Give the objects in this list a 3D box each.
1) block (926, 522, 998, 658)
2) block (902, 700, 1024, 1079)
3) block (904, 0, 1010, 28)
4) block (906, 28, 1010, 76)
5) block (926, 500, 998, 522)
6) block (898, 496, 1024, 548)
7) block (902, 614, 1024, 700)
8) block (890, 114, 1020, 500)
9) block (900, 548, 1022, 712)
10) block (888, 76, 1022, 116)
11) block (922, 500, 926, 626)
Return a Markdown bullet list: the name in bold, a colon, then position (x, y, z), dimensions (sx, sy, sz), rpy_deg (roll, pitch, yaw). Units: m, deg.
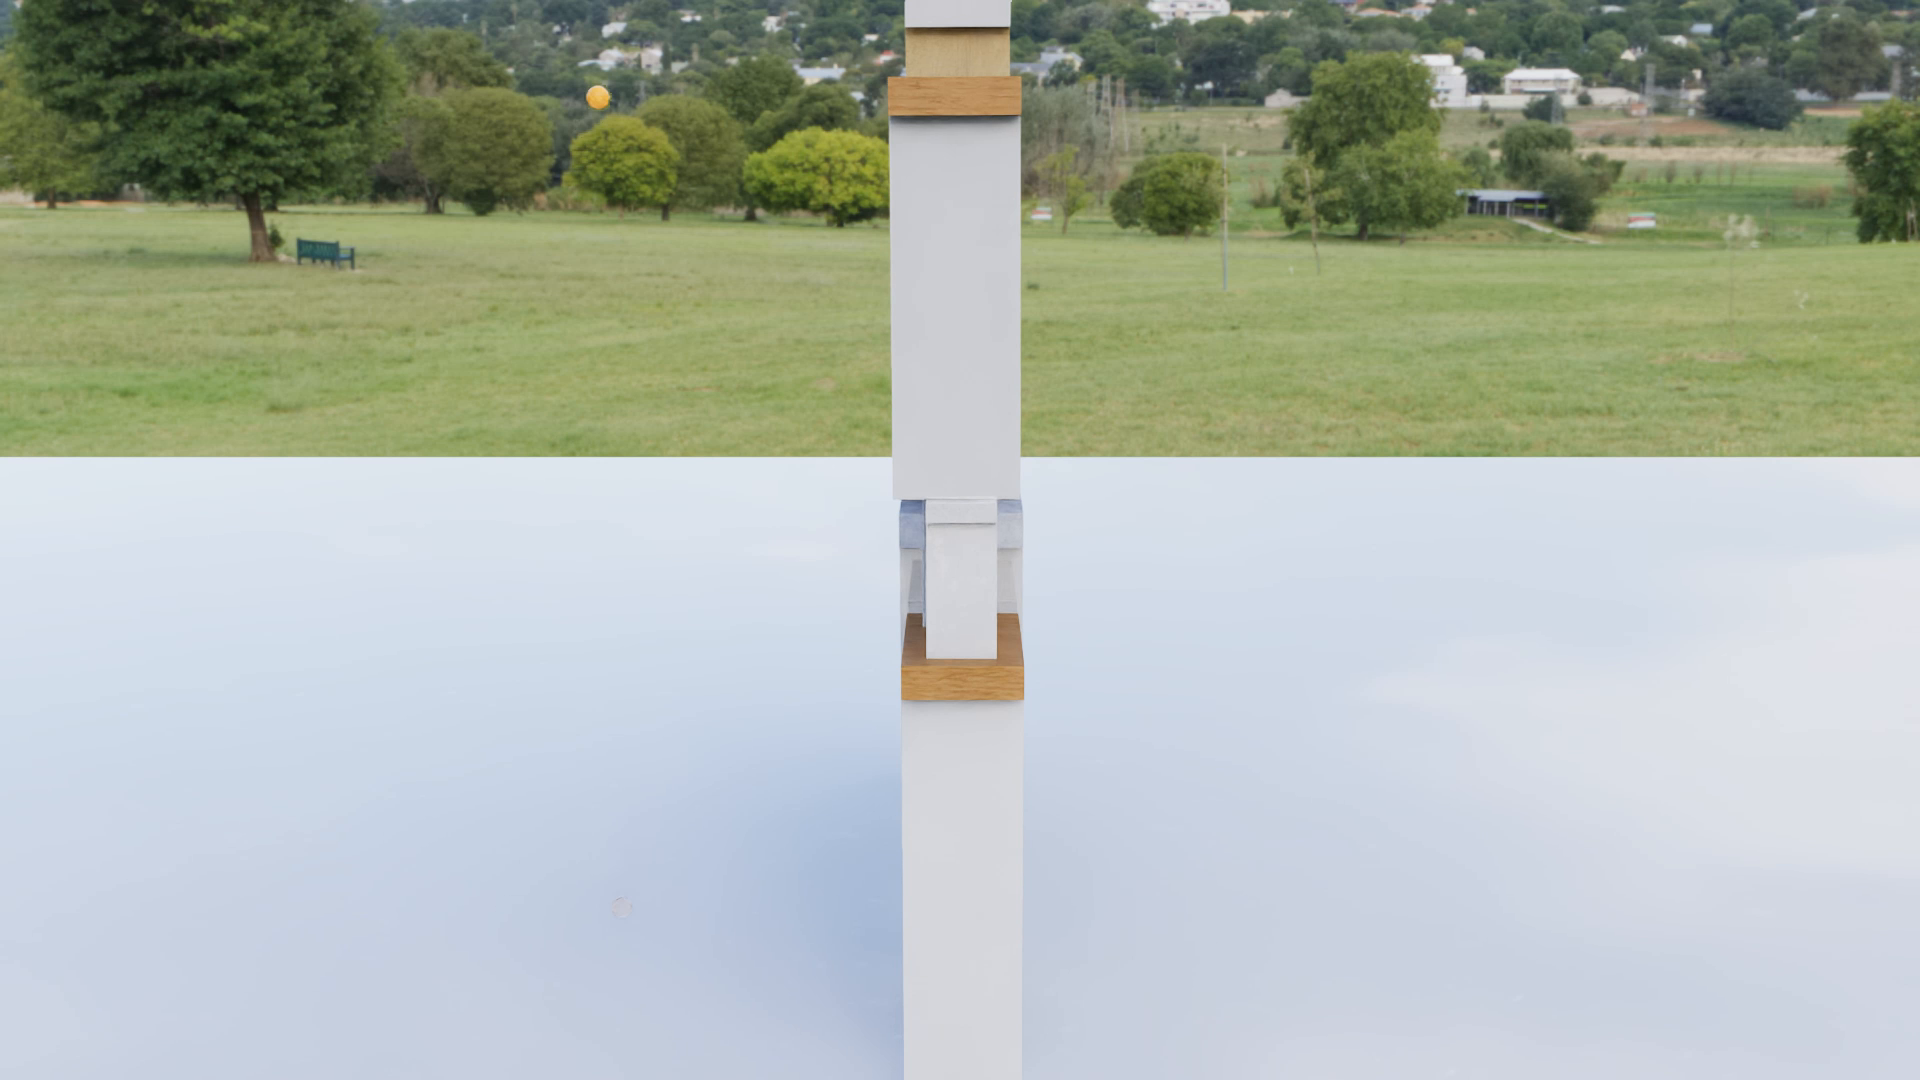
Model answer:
- **block**: position (0.002, 0.062, 2.840), dimensions (0.091, 0.182, 0.026), rpy_deg (0, 10, 0)
- **block**: position (0.004, 0.458, 2.913), dimensions (0.158, 0.535, 0.045), rpy_deg (0, 11, 0)
- **block**: position (-0.003, -0.746, 3.138), dimensions (0.144, 0.041, 0.288), rpy_deg (0, 10, 0)
- **block**: position (-0.003, -0.567, 3.074), dimensions (0.144, 0.288, 0.041), rpy_deg (0, 11, 0)
- **block**: position (0.002, -0.051, 2.880), dimensions (0.091, 0.026, 0.182), rpy_deg (0, 11, 0)
- **block**: position (0.002, -0.044, 3.272), dimensions (0.175, 0.050, 0.351), rpy_deg (0, 10, 0)
- **block**: position (0.004, 0.154, 2.963), dimensions (0.157, 0.045, 0.315), rpy_deg (0, 11, 0)
- **block**: position (-0.005, -0.294, 2.793), dimensions (0.163, 0.483, 0.046), rpy_deg (0, 10, 0)
- **block**: position (0.002, 0.223, 3.202), dimensions (0.176, 0.452, 0.050), rpy_deg (0, 10, 0)
- **block**: position (-0.006, -0.574, 2.853), dimensions (0.163, 0.046, 0.327), rpy_deg (0, 11, 0)
- **block**: position (-0.003, -0.049, 3.012), dimensions (0.097, 0.336, 0.028), rpy_deg (0, 10, 0)
